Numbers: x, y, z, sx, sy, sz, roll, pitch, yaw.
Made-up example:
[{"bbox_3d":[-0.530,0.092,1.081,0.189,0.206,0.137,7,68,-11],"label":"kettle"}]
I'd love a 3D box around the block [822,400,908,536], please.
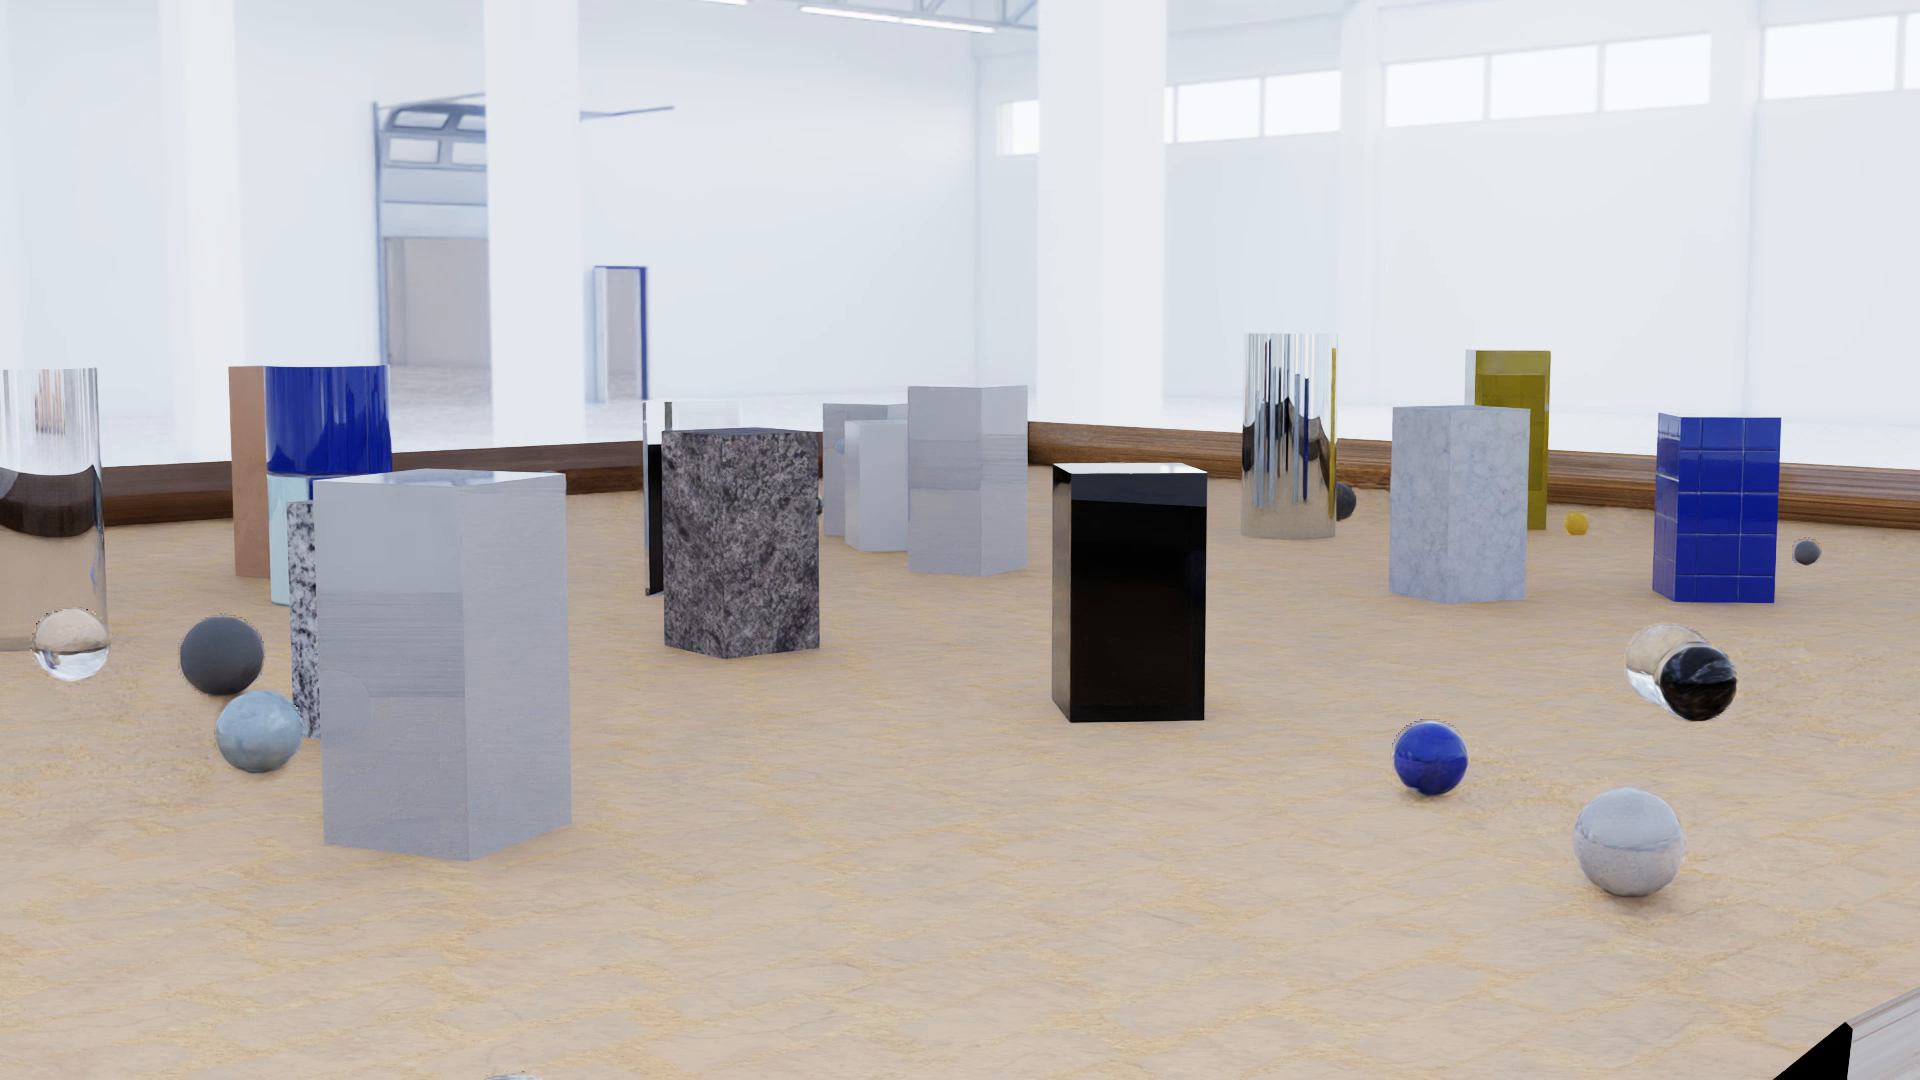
[{"bbox_3d":[-0.166,-0.140,4.297,0.146,0.257,0.146,3,7,29],"label":"block"}]

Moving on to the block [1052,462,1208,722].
[{"bbox_3d":[0.184,0.054,2.419,0.146,0.268,0.146,-1,6,-5],"label":"block"}]

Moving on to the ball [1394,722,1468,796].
[{"bbox_3d":[0.429,0.199,2.006,0.067,0.067,0.067,0,6,0],"label":"ball"}]

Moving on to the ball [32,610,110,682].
[{"bbox_3d":[-1.056,0.125,2.614,0.085,0.085,0.085,0,6,0],"label":"ball"}]

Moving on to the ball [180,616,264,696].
[{"bbox_3d":[-0.844,0.133,2.514,0.091,0.091,0.091,0,6,0],"label":"ball"}]

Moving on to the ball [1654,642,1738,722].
[{"bbox_3d":[0.789,0.152,2.361,0.086,0.086,0.086,0,6,0],"label":"ball"}]

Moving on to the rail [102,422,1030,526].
[{"bbox_3d":[-1.337,-0.123,4.773,4.214,0.119,0.045,-6,8,-42],"label":"rail"}]

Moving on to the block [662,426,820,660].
[{"bbox_3d":[-0.286,-0.001,2.865,0.146,0.282,0.146,-5,8,-38],"label":"block"}]

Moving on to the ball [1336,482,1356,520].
[{"bbox_3d":[0.782,-0.080,4.560,0.081,0.081,0.081,0,6,0],"label":"ball"}]

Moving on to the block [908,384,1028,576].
[{"bbox_3d":[0.013,-0.105,3.707,0.146,0.311,0.146,4,7,33],"label":"block"}]

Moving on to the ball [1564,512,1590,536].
[{"bbox_3d":[1.194,-0.030,4.255,0.046,0.046,0.046,0,6,0],"label":"ball"}]

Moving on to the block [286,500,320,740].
[{"bbox_3d":[-0.591,0.080,2.296,0.146,0.243,0.146,3,7,30],"label":"block"}]

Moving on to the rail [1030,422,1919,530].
[{"bbox_3d":[1.531,-0.119,4.737,0.045,0.119,3.990,-6,8,-42],"label":"rail"}]

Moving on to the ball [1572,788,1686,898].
[{"bbox_3d":[0.505,0.228,1.660,0.082,0.082,0.082,0,6,0],"label":"ball"}]

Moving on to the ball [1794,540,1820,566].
[{"bbox_3d":[1.457,0.022,3.784,0.043,0.043,0.043,0,6,0],"label":"ball"}]

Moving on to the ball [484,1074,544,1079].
[{"bbox_3d":[-0.214,0.295,1.045,0.081,0.081,0.081,0,6,0],"label":"ball"}]

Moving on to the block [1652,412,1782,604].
[{"bbox_3d":[1.156,-0.052,3.366,0.146,0.279,0.146,0,6,5],"label":"block"}]

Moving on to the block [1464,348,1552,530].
[{"bbox_3d":[1.101,-0.206,4.441,0.146,0.356,0.146,1,6,5],"label":"block"}]

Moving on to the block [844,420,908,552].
[{"bbox_3d":[-0.128,-0.103,4.070,0.146,0.231,0.146,-1,6,-14],"label":"block"}]

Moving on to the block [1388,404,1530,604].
[{"bbox_3d":[0.764,-0.058,3.370,0.146,0.289,0.146,-3,7,-24],"label":"block"}]

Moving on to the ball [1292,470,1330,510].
[{"bbox_3d":[0.771,-0.110,4.816,0.087,0.087,0.087,0,6,0],"label":"ball"}]

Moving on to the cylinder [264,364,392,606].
[{"bbox_3d":[-0.951,-0.086,3.322,0.183,0.356,0.183,0,6,0],"label":"cylinder"}]

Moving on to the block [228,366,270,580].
[{"bbox_3d":[-1.097,-0.115,3.639,0.146,0.345,0.146,4,7,32],"label":"block"}]

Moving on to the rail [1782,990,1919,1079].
[{"bbox_3d":[1.337,0.184,1.892,4.214,0.119,0.045,-6,8,-42],"label":"rail"}]

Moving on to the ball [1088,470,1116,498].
[{"bbox_3d":[0.330,-0.131,5.118,0.063,0.063,0.063,0,6,0],"label":"ball"}]

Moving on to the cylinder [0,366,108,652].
[{"bbox_3d":[-1.232,-0.046,2.911,0.183,0.363,0.183,0,6,0],"label":"cylinder"}]

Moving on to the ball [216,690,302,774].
[{"bbox_3d":[-0.669,0.183,2.099,0.079,0.079,0.079,0,6,0],"label":"ball"}]

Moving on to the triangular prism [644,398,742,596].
[{"bbox_3d":[-0.440,-0.072,3.458,0.158,0.298,0.137,-3,7,-26],"label":"triangular prism"}]

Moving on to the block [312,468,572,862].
[{"bbox_3d":[-0.431,0.098,1.846,0.146,0.302,0.146,3,7,24],"label":"block"}]

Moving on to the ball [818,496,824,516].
[{"bbox_3d":[-0.313,-0.070,4.580,0.058,0.058,0.058,0,6,0],"label":"ball"}]

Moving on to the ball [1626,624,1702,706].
[{"bbox_3d":[0.789,0.140,2.449,0.091,0.091,0.091,0,6,0],"label":"ball"}]

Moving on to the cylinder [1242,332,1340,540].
[{"bbox_3d":[0.639,-0.205,4.265,0.183,0.392,0.183,0,6,0],"label":"cylinder"}]
